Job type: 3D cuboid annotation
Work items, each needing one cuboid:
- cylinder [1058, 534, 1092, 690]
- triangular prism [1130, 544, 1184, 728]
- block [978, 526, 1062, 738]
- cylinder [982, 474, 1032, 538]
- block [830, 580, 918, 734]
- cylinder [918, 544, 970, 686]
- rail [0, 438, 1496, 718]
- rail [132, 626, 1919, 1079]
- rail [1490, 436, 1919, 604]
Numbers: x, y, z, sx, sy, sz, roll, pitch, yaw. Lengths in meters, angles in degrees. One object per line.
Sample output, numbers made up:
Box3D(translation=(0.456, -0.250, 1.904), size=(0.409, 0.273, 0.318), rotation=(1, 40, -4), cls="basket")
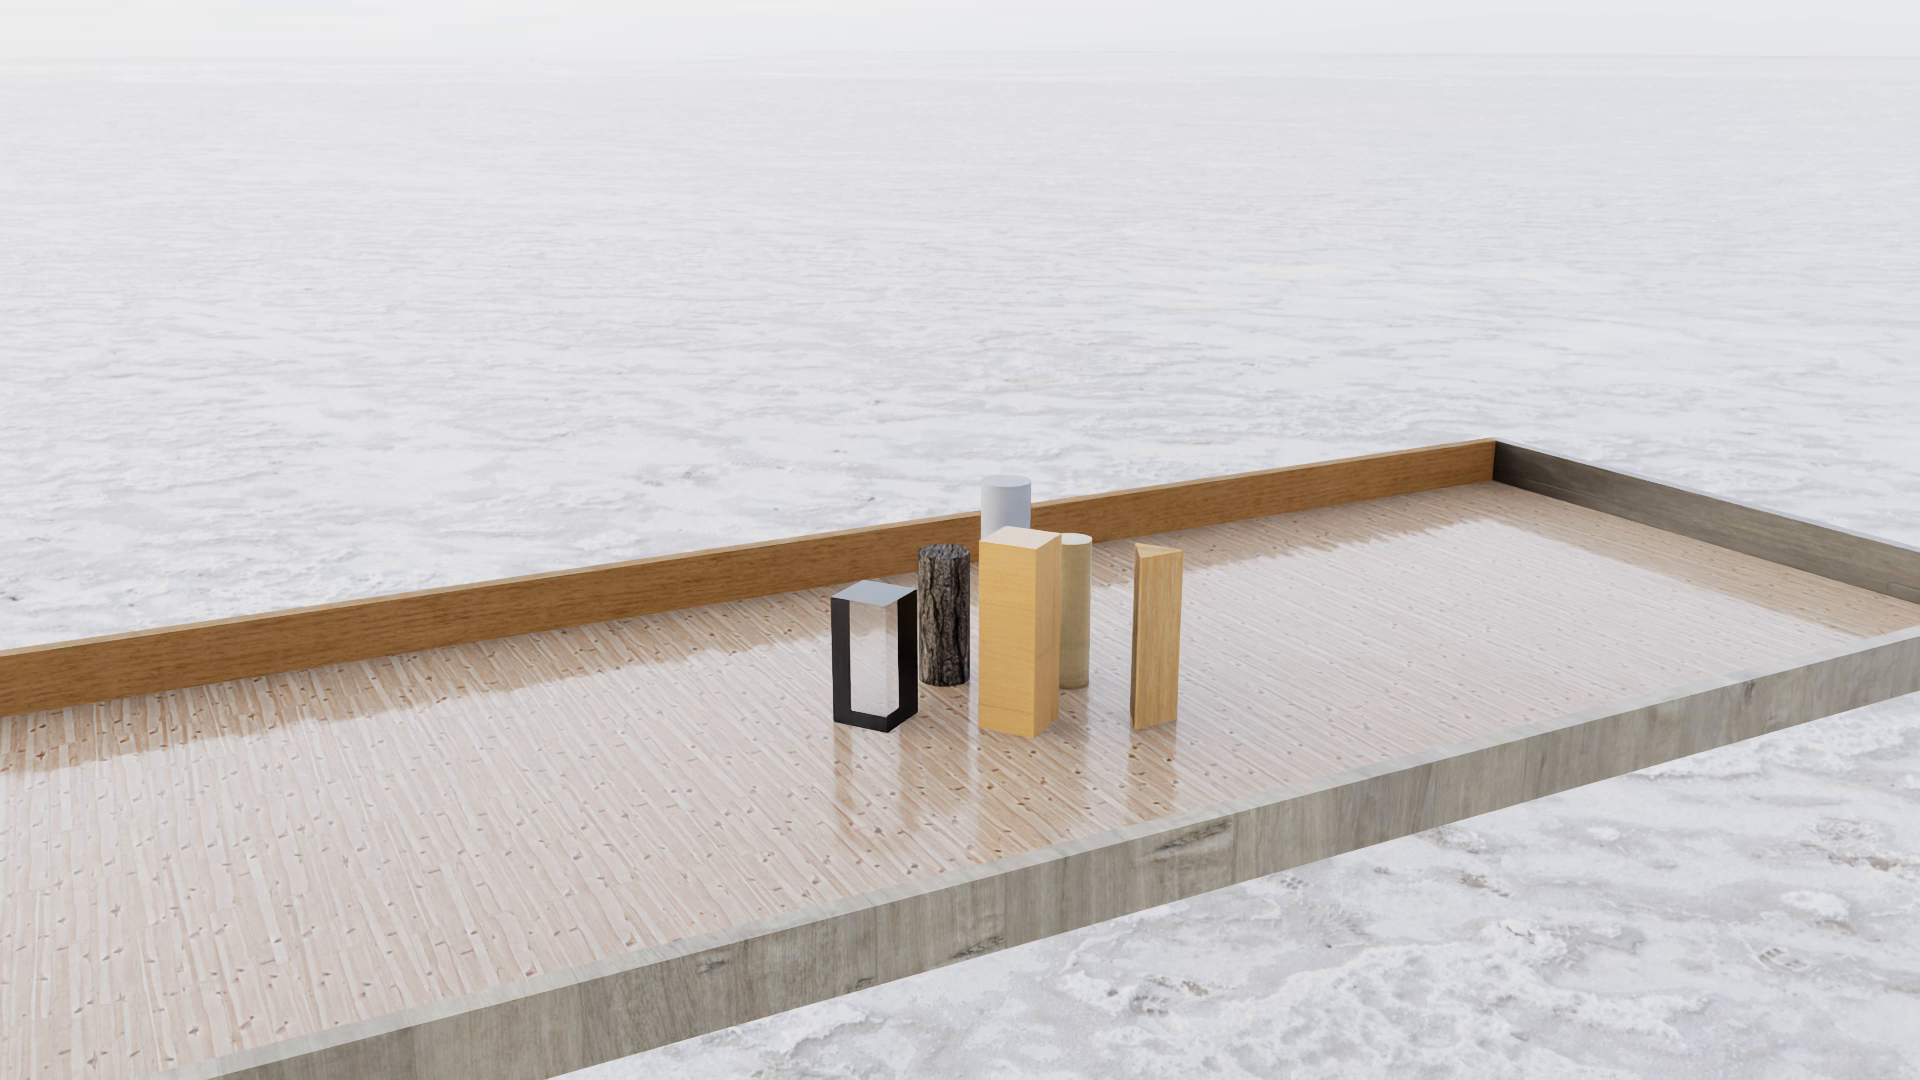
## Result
Box3D(translation=(0.272, 0.177, 4.087), size=(0.103, 0.375, 0.103), rotation=(0, 16, 0), cls="cylinder")
Box3D(translation=(0.437, 0.220, 3.864), size=(0.119, 0.418, 0.103), rotation=(-9, 19, -28), cls="triangular prism")
Box3D(translation=(0.139, 0.212, 3.827), size=(0.142, 0.455, 0.142), rotation=(8, 18, 26), cls="block")
Box3D(translation=(0.119, 0.065, 4.327), size=(0.129, 0.455, 0.129), rotation=(0, 16, 0), cls="cylinder")
Box3D(translation=(-0.200, 0.272, 3.880), size=(0.147, 0.311, 0.147), rotation=(8, 18, 27), cls="block")
Box3D(translation=(-0.039, 0.188, 4.125), size=(0.129, 0.333, 0.129), rotation=(0, 16, 0), cls="cylinder")
Box3D(translation=(-3.305, 0.497, 3.399), size=(12.000, 0.150, 0.050), rotation=(-9, 18, -27), cls="rail")
Box3D(translation=(-2.336, 1.006, 1.665), size=(12.000, 0.150, 0.050), rotation=(-9, 18, -27), cls="rail")
Box3D(translation=(2.466, -0.048, 5.253), size=(0.050, 0.150, 2.100), rotation=(-9, 18, -27), cls="rail")
